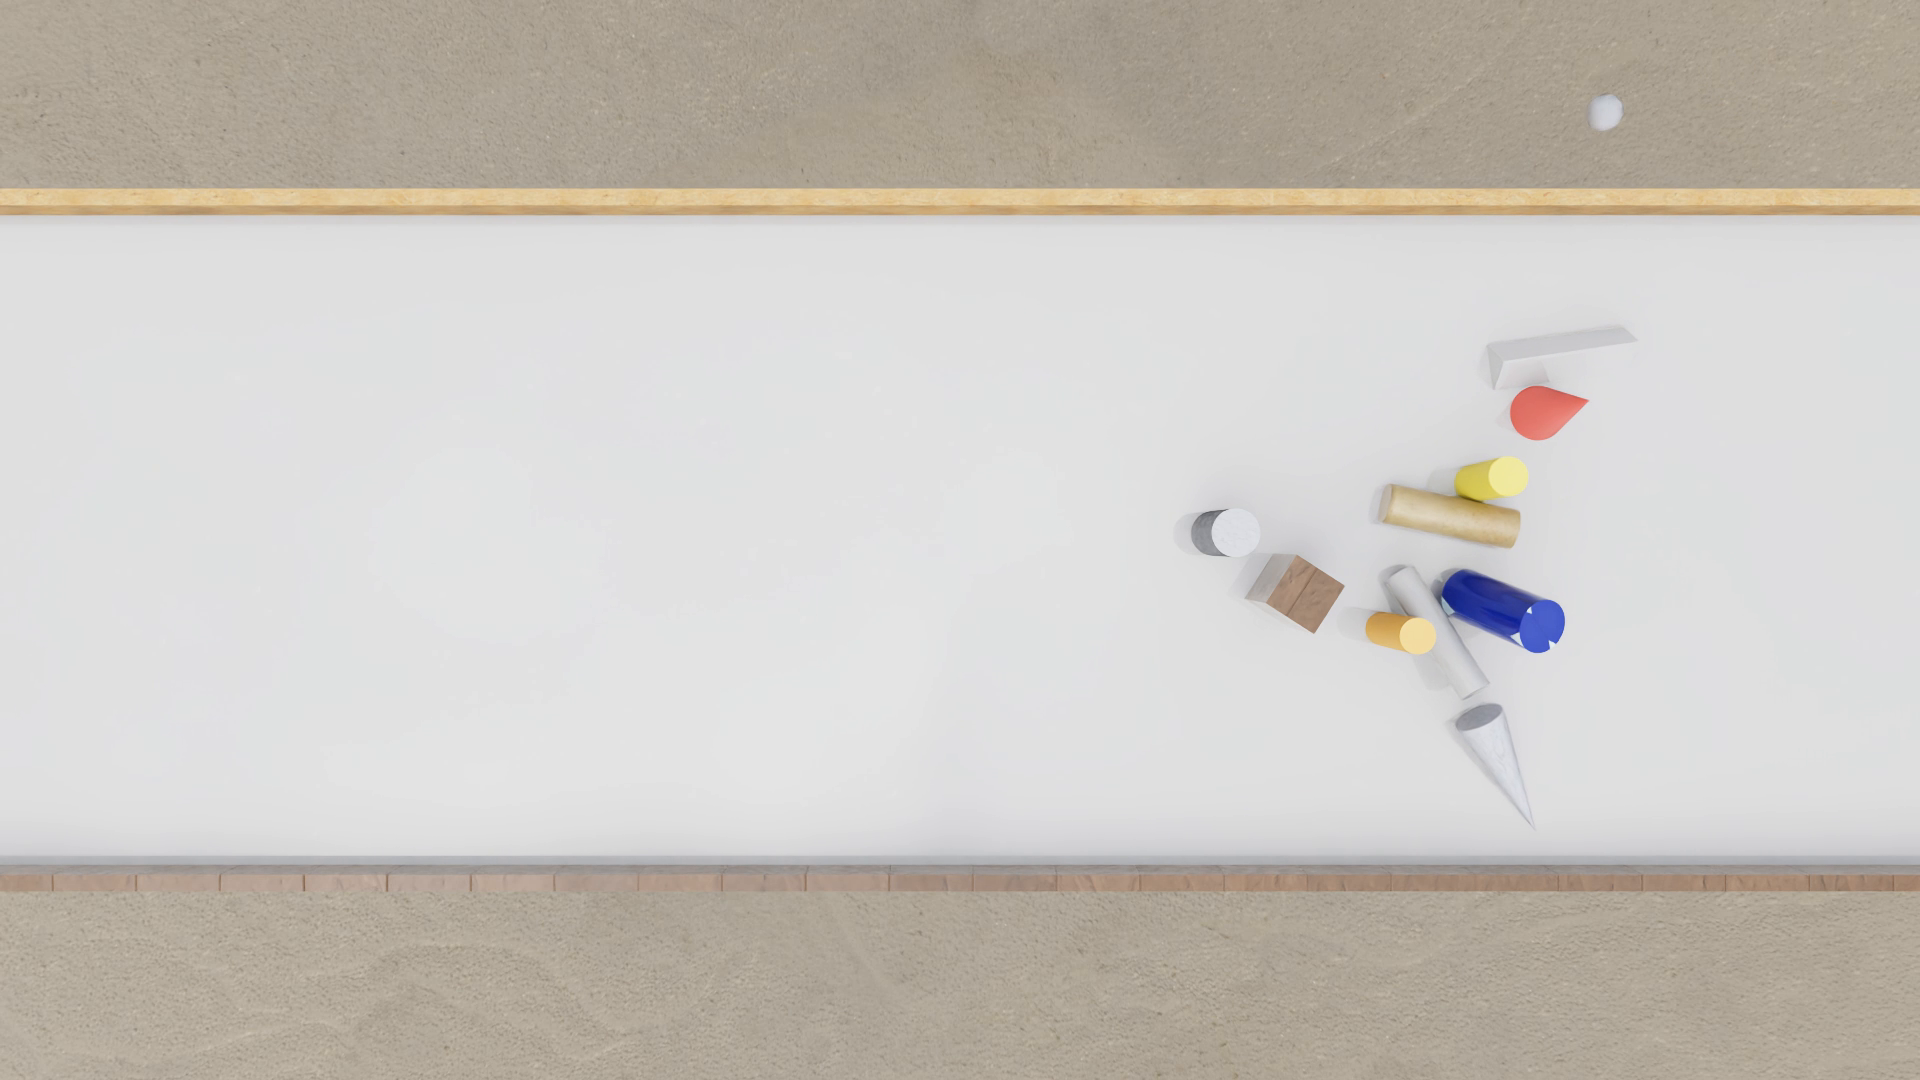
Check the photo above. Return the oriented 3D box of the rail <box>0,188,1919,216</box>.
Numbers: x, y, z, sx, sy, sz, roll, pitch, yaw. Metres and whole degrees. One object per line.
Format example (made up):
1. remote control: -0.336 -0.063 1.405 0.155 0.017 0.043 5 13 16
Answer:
1. rail: -2.247 -1.025 5.002 12.000 0.150 0.050 0 90 0

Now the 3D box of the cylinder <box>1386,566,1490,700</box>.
1. cylinder: 1.436 0.278 4.960 0.100 0.100 0.418 -28 71 0

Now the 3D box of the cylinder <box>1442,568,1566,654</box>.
1. cylinder: 1.602 0.206 4.879 0.160 0.361 0.160 -5 105 -20

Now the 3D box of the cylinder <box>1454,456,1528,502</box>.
1. cylinder: 1.581 -0.178 4.918 0.116 0.313 0.116 0 88 -1

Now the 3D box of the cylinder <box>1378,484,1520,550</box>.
1. cylinder: 1.487 -0.072 5.015 0.397 0.123 0.123 12 90 0

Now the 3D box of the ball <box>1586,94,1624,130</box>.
1. ball: 3.909 -2.596 10.005 0.219 0.219 0.219 0 90 0

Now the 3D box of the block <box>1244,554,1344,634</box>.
1. block: 0.989 0.156 4.899 0.165 0.355 0.165 33 90 0

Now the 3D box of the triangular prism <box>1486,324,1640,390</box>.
1. triangular prism: 1.835 -0.562 5.012 0.414 0.122 0.141 -8 90 0

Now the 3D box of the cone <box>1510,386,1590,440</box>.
1. cone: 1.777 -0.392 4.864 0.170 0.424 0.170 0 90 0

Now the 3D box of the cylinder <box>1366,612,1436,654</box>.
1. cylinder: 1.300 0.273 4.878 0.104 0.397 0.104 0 90 0

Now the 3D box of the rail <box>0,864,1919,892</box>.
1. rail: -2.247 1.025 5.001 12.000 0.150 0.050 0 90 0

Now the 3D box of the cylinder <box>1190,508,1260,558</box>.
1. cylinder: 0.780 -0.020 4.867 0.138 0.420 0.138 0 90 0

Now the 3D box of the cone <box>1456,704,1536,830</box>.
1. cone: 1.674 0.719 5.039 0.151 0.151 0.422 -29 100 0
